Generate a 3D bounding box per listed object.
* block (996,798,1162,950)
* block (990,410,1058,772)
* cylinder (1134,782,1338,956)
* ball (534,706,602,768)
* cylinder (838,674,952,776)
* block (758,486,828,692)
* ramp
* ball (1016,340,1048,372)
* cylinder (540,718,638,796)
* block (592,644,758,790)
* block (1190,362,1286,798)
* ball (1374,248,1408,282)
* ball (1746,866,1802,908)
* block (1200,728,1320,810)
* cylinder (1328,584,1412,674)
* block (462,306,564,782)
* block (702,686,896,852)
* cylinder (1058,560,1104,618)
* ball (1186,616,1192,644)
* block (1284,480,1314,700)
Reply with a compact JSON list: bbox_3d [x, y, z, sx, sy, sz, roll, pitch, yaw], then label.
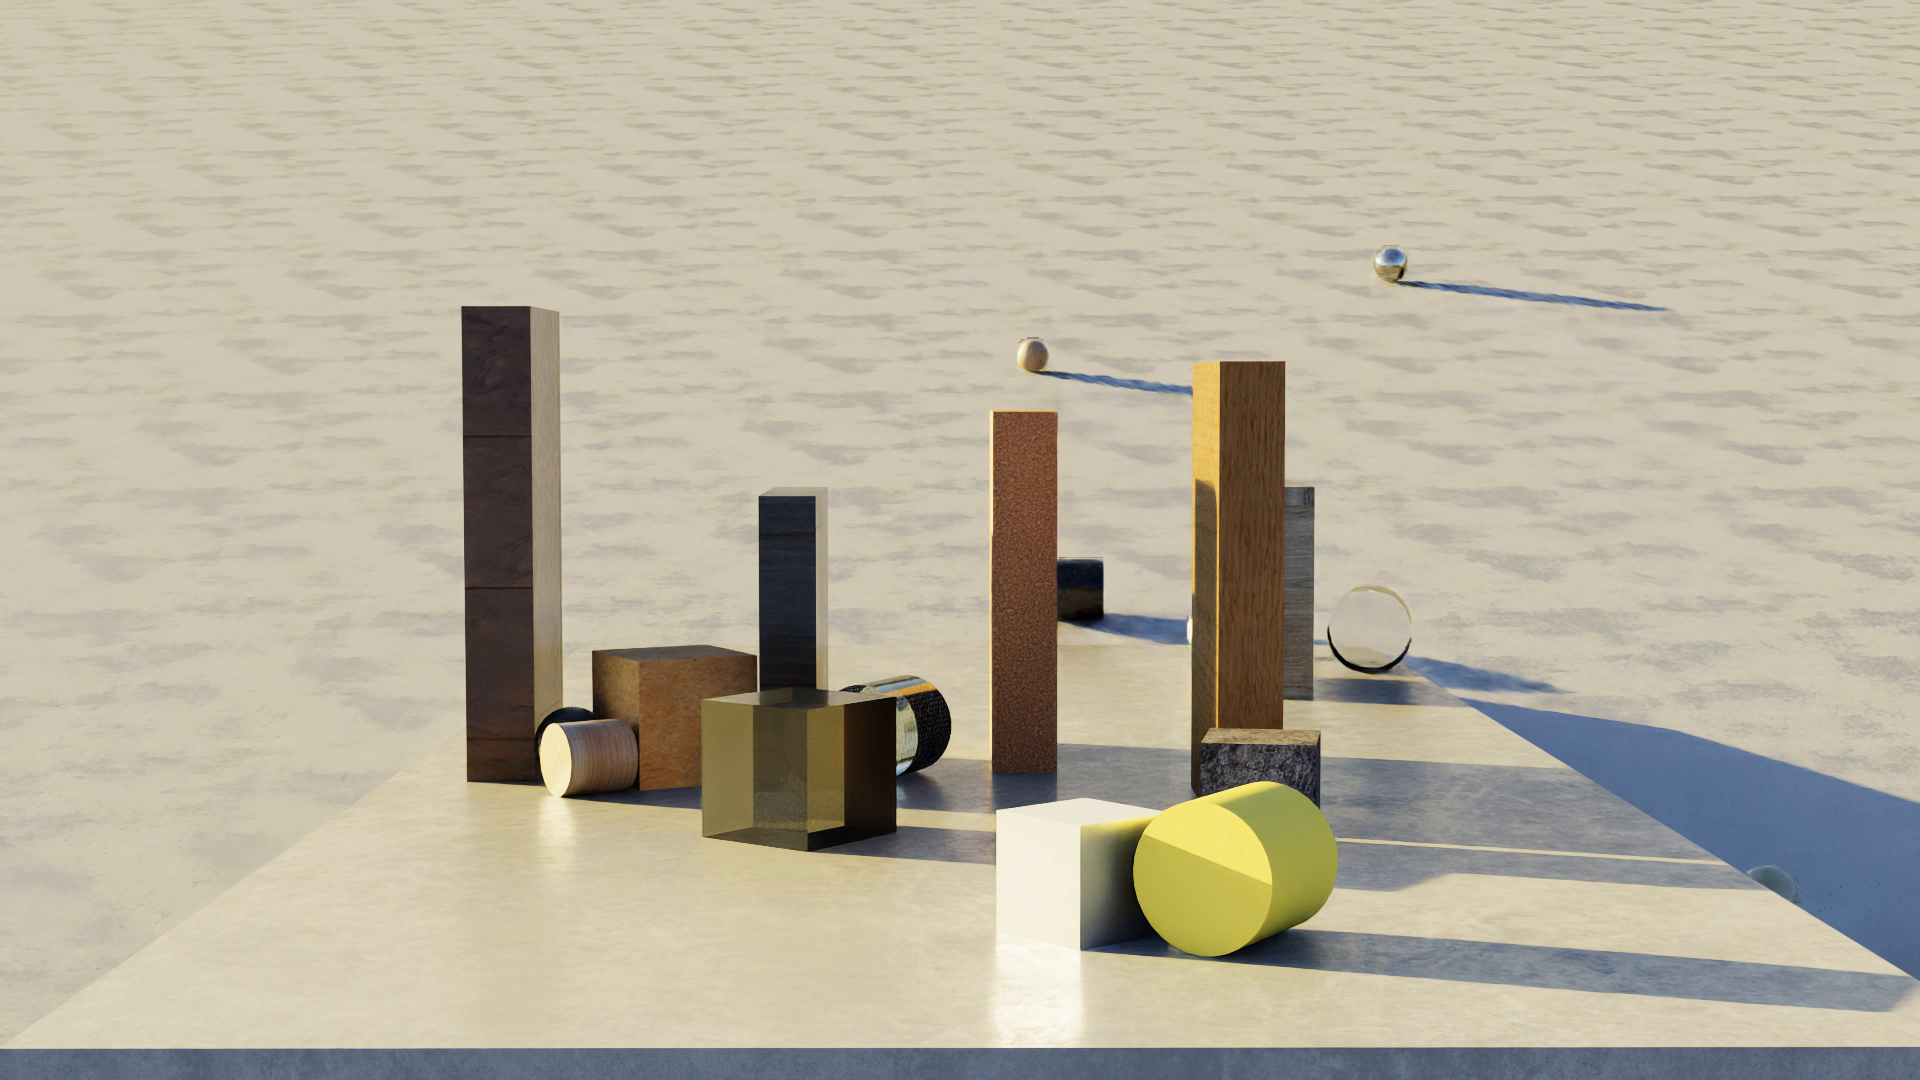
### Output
[{"bbox_3d":[0.146,0.396,3.068,0.146,0.146,0.146,-3,4,-41],"label":"block"},{"bbox_3d":[0.109,0.078,4.521,0.109,0.611,0.372,0,3,0],"label":"block"},{"bbox_3d":[0.324,0.383,3.010,0.178,0.178,0.178,13,10,31],"label":"cylinder"},{"bbox_3d":[-0.641,0.338,4.245,0.126,0.126,0.126,0,21,0],"label":"ball"},{"bbox_3d":[-0.125,0.315,4.294,0.164,0.164,0.164,11,8,26],"label":"cylinder"},{"bbox_3d":[-0.282,0.154,4.399,0.093,0.475,0.393,0,3,0],"label":"block"},{"bbox_3d":[0.048,0.434,4.532,2.000,0.100,4.000,0,3,0],"label":"ramp"},{"bbox_3d":[0.257,-0.651,9.082,0.114,0.114,0.114,0,21,0],"label":"ball"},{"bbox_3d":[-0.596,0.349,4.130,0.117,0.117,0.117,-2,19,-33],"label":"cylinder"},{"bbox_3d":[-0.478,0.293,4.294,0.210,0.210,0.210,-2,4,-29],"label":"block"},{"bbox_3d":[0.426,0.071,3.972,0.096,0.689,0.423,0,3,0],"label":"block"},{"bbox_3d":[1.718,-1.098,10.242,0.137,0.137,0.137,0,21,0],"label":"ball"},{"bbox_3d":[1.681,0.743,5.344,0.131,0.131,0.131,0,21,0],"label":"ball"},{"bbox_3d":[0.426,0.357,3.631,0.159,0.159,0.159,1,3,10],"label":"block"},{"bbox_3d":[0.950,0.205,5.947,0.190,0.190,0.190,4,4,10],"label":"cylinder"},{"bbox_3d":[-0.760,0.000,4.385,0.113,0.785,0.310,0,3,0],"label":"block"},{"bbox_3d":[-0.233,0.330,3.739,0.201,0.201,0.201,2,4,37],"label":"block"},{"bbox_3d":[0.308,0.131,6.938,0.155,0.155,0.155,-1,21,0],"label":"cylinder"},{"bbox_3d":[0.613,0.222,6.274,0.119,0.119,0.119,0,21,0],"label":"ball"},{"bbox_3d":[0.694,0.099,5.586,0.090,0.445,0.442,0,3,0],"label":"block"}]
